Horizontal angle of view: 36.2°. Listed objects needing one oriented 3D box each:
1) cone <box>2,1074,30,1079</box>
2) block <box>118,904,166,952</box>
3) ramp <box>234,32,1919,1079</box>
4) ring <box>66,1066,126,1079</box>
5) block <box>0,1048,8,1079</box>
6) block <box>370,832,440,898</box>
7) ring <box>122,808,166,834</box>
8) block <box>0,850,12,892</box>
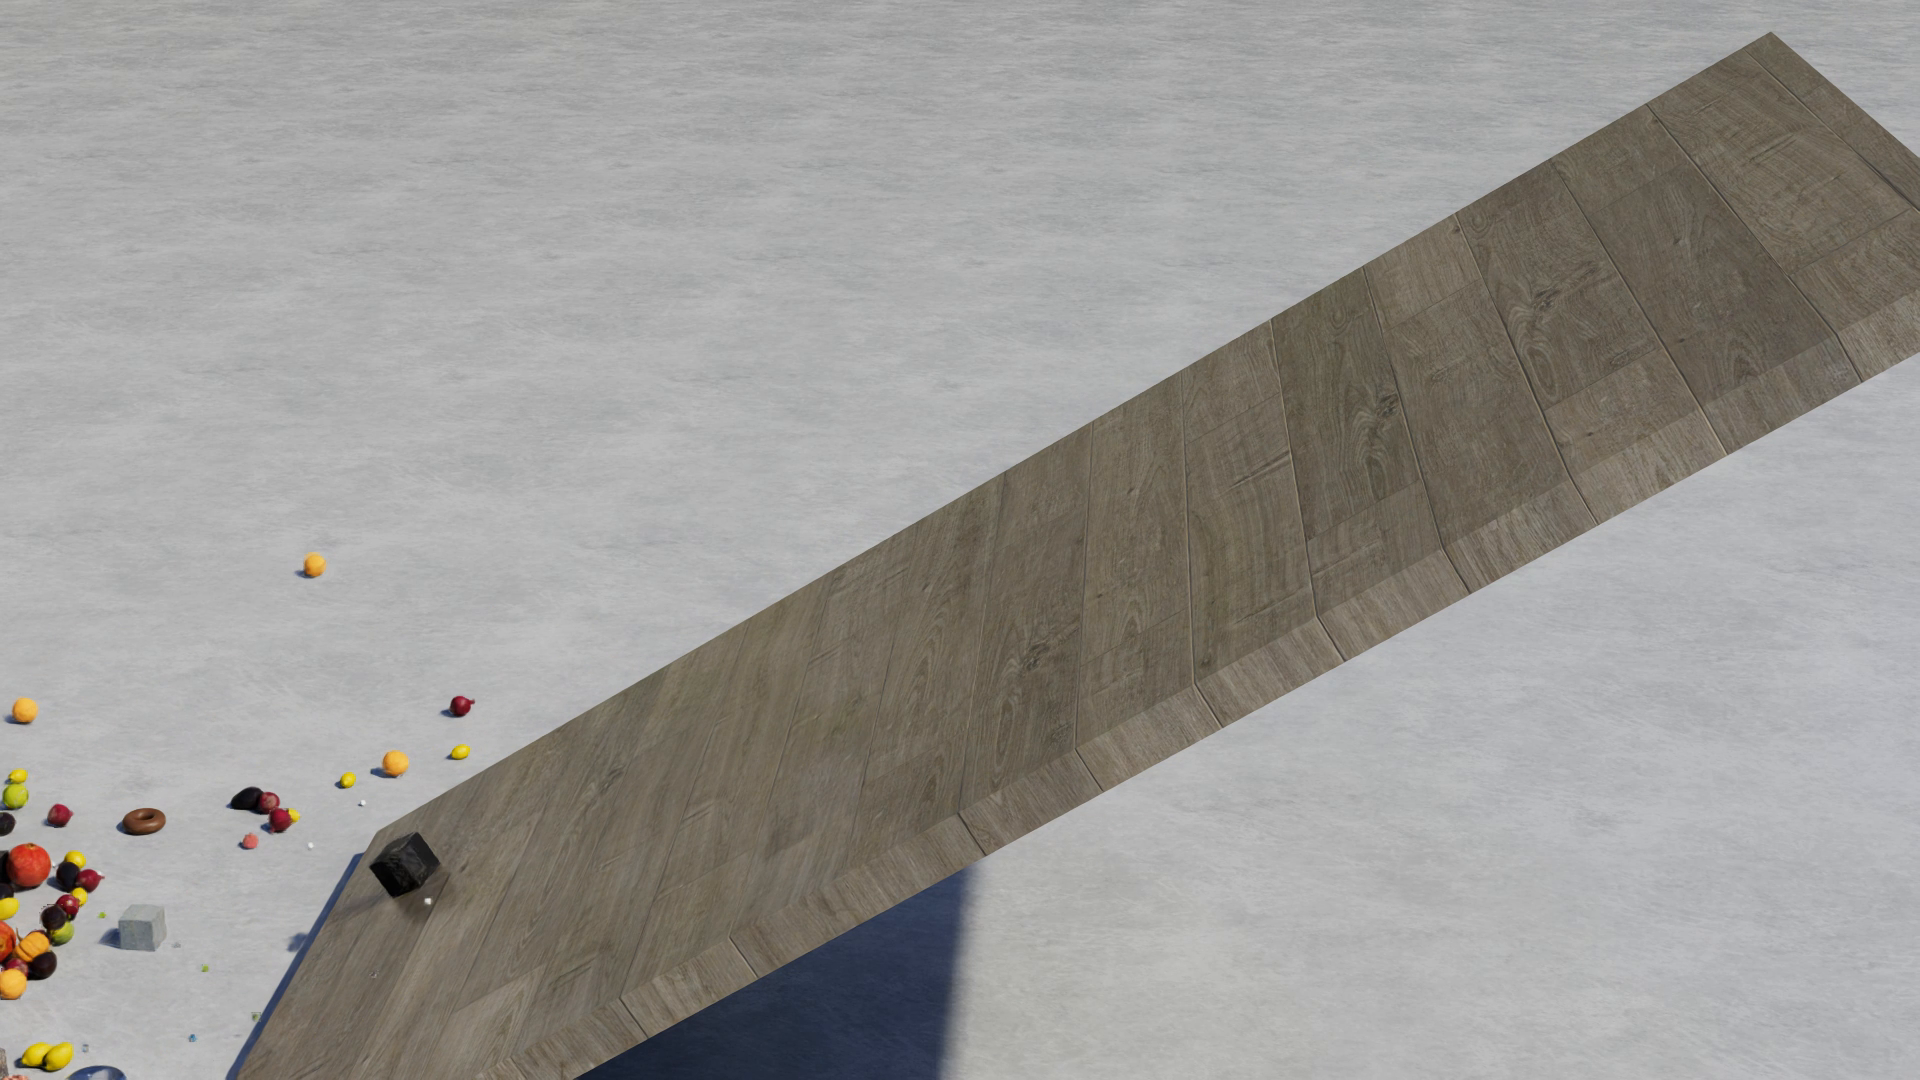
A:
[{"bbox_3d":[-2.093,1.240,6.518,0.076,0.076,0.076,-8,48,-21],"label":"cone"},{"bbox_3d":[-2.012,0.955,7.243,0.083,0.083,0.083,2,20,6],"label":"block"},{"bbox_3d":[0.141,0.169,6.290,4.000,0.100,2.000,-30,15,13],"label":"ramp"},{"bbox_3d":[-1.928,1.219,6.557,0.144,0.048,0.144,1,19,0],"label":"ring"},{"bbox_3d":[-2.197,1.183,6.625,0.069,0.069,0.069,14,24,35],"label":"block"},{"bbox_3d":[-1.325,0.775,7.018,0.099,0.099,0.099,-24,18,32],"label":"block"},{"bbox_3d":[-2.186,0.753,7.881,0.115,0.038,0.115,1,21,0],"label":"ring"},{"bbox_3d":[-2.493,0.851,7.533,0.086,0.086,0.086,2,20,5],"label":"block"}]
